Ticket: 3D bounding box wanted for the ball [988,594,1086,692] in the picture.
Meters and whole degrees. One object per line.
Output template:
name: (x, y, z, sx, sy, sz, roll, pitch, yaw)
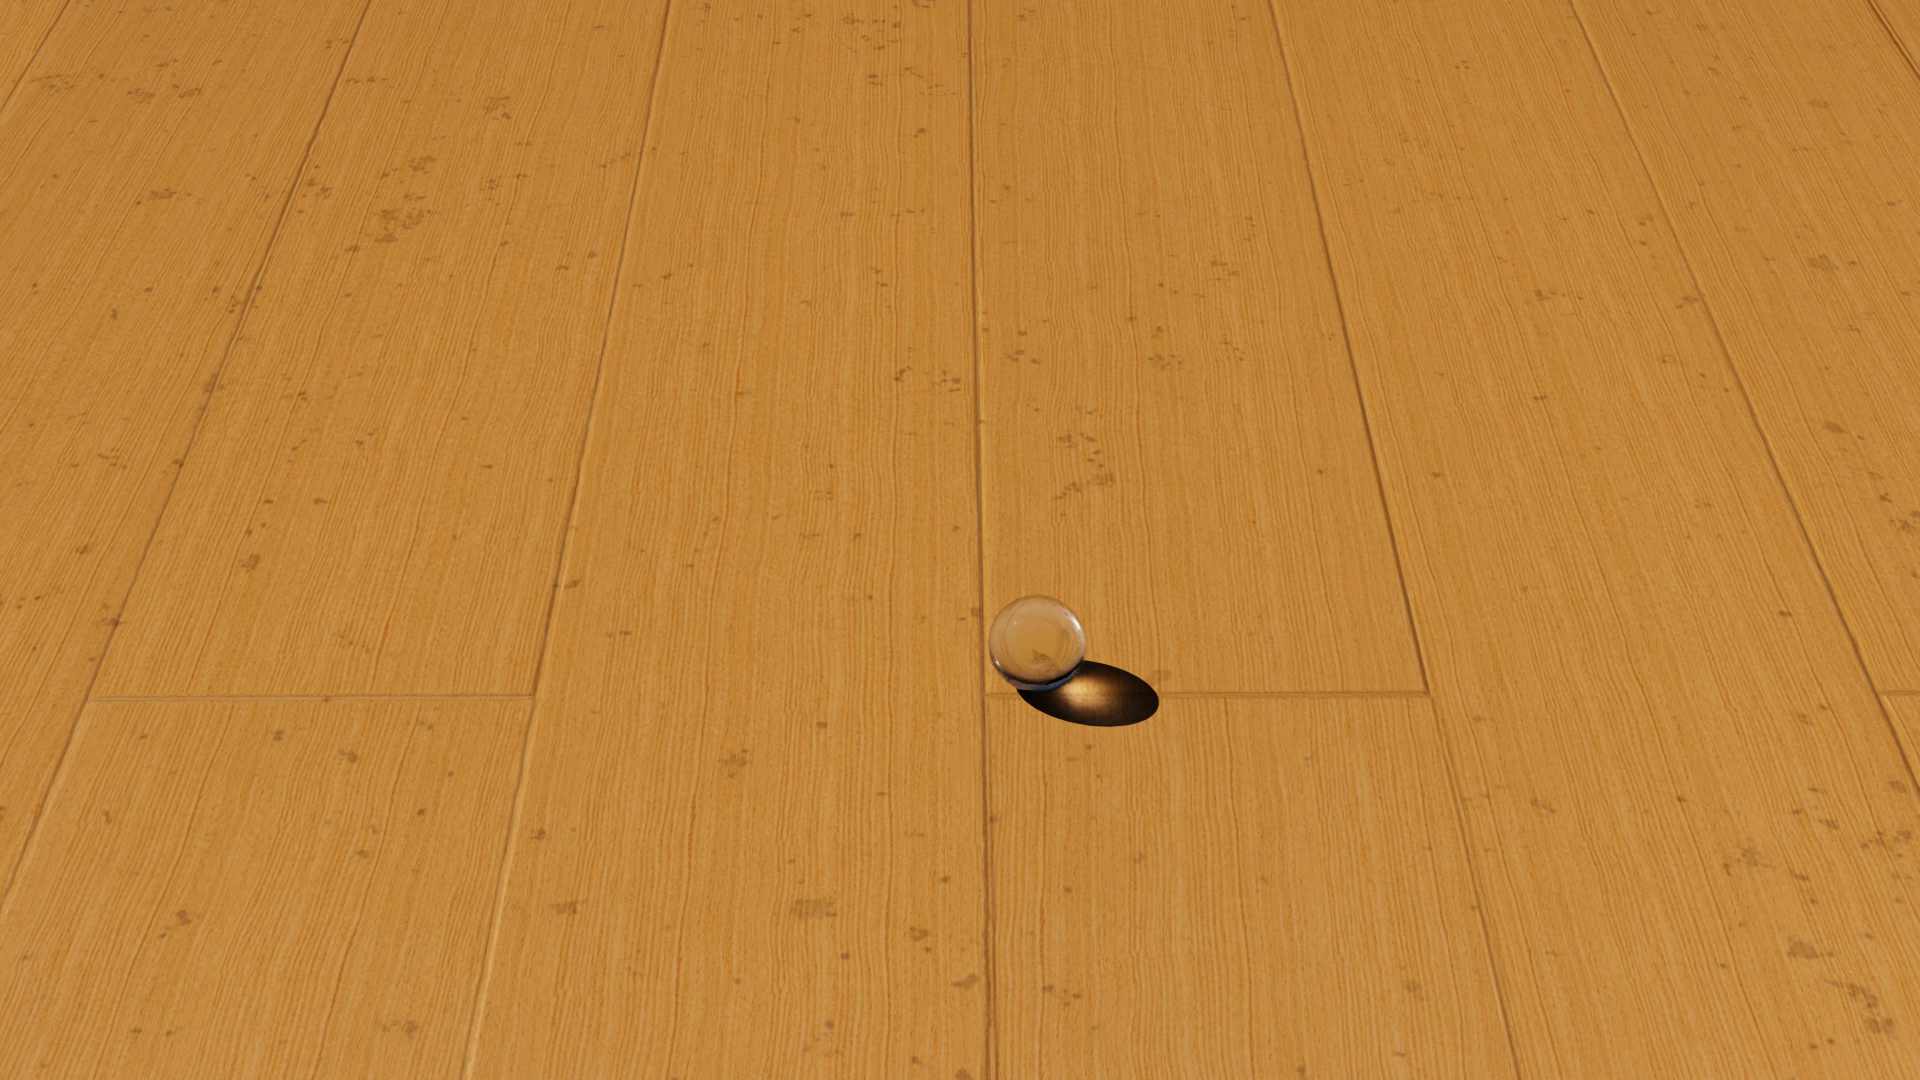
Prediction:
ball: (0.043, 0.058, 1.426, 0.054, 0.054, 0.054, 0, 37, 0)
